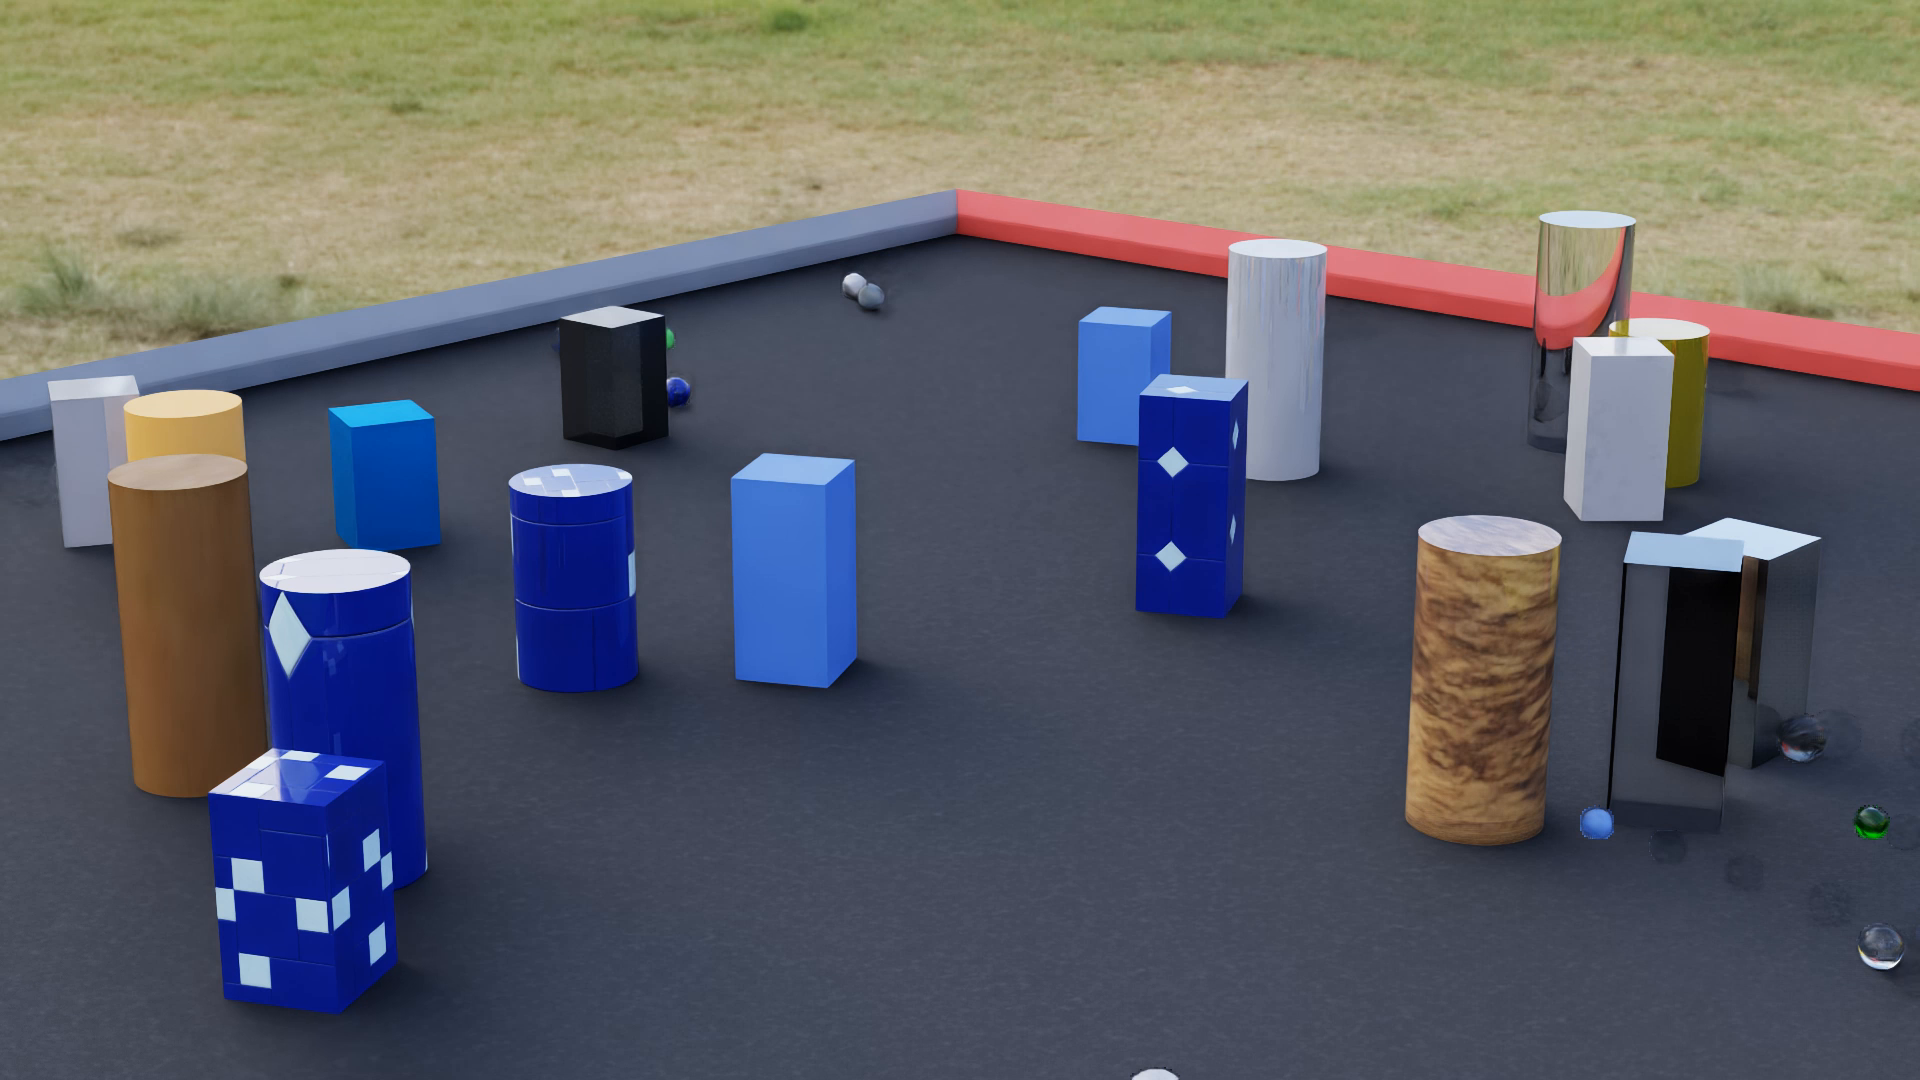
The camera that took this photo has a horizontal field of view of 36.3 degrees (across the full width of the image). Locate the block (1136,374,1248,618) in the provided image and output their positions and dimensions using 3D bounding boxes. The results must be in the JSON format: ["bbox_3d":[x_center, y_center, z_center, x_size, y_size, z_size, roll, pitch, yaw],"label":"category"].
[{"bbox_3d":[0.399,-0.077,5.039,0.155,0.382,0.155,5,17,16],"label":"block"}]

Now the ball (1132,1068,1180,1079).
[{"bbox_3d":[0.217,0.624,3.254,0.073,0.073,0.073,0,17,0],"label":"ball"}]

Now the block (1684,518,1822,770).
[{"bbox_3d":[1.165,0.152,4.382,0.155,0.323,0.155,15,23,41],"label":"block"}]

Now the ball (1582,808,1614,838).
[{"bbox_3d":[0.885,0.394,4.069,0.042,0.042,0.042,0,17,0],"label":"ball"}]

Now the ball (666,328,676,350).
[{"bbox_3d":[-0.699,-0.475,6.934,0.051,0.051,0.051,0,17,0],"label":"ball"}]

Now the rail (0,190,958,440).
[{"bbox_3d":[-1.644,-0.381,6.487,0.045,0.126,5.034,14,22,39],"label":"rail"}]

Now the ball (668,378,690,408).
[{"bbox_3d":[-0.621,-0.322,6.402,0.066,0.066,0.066,0,17,0],"label":"ball"}]

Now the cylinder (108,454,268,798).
[{"bbox_3d":[-1.115,0.122,4.246,0.194,0.459,0.194,0,17,0],"label":"cylinder"}]

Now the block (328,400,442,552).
[{"bbox_3d":[-1.064,-0.118,5.423,0.155,0.240,0.155,-8,19,-25],"label":"block"}]

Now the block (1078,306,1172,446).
[{"bbox_3d":[0.345,-0.344,6.149,0.155,0.254,0.155,6,18,19],"label":"block"}]

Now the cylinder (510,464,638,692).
[{"bbox_3d":[-0.616,0.060,4.690,0.194,0.323,0.194,0,17,0],"label":"cylinder"}]

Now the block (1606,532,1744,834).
[{"bbox_3d":[1.005,0.199,4.122,0.155,0.384,0.155,5,17,16],"label":"block"}]

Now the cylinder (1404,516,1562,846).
[{"bbox_3d":[0.727,0.194,4.082,0.194,0.418,0.194,0,17,0],"label":"cylinder"}]

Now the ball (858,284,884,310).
[{"bbox_3d":[-0.223,-0.608,7.349,0.066,0.066,0.066,0,17,0],"label":"ball"}]

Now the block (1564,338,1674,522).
[{"bbox_3d":[1.255,-0.213,5.595,0.155,0.321,0.155,0,17,-1],"label":"block"}]

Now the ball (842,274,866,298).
[{"bbox_3d":[-0.269,-0.648,7.483,0.065,0.065,0.065,0,17,0],"label":"ball"}]

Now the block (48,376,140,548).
[{"bbox_3d":[-1.600,-0.148,5.453,0.155,0.279,0.155,-6,18,-18],"label":"block"}]

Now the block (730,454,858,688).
[{"bbox_3d":[-0.264,0.047,4.709,0.155,0.335,0.155,5,17,15],"label":"block"}]

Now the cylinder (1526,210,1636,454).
[{"bbox_3d":[1.281,-0.429,6.053,0.194,0.472,0.194,0,17,0],"label":"cylinder"}]

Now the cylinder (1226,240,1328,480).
[{"bbox_3d":[0.629,-0.362,5.866,0.194,0.450,0.194,0,17,0],"label":"cylinder"}]

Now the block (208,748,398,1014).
[{"bbox_3d":[-0.804,0.417,3.598,0.155,0.270,0.155,5,17,16],"label":"block"}]

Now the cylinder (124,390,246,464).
[{"bbox_3d":[-1.316,-0.058,5.017,0.194,0.360,0.194,0,17,0],"label":"cylinder"}]

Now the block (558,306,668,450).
[{"bbox_3d":[-0.723,-0.340,6.125,0.155,0.259,0.155,13,21,37],"label":"block"}]

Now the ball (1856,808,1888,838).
[{"bbox_3d":[1.265,0.393,4.069,0.043,0.043,0.043,0,17,0],"label":"ball"}]

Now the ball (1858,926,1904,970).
[{"bbox_3d":[1.151,0.509,3.663,0.055,0.055,0.055,0,17,0],"label":"ball"}]

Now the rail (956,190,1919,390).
[{"bbox_3d":[1.635,-0.512,6.923,4.401,0.126,0.045,14,22,39],"label":"rail"}]

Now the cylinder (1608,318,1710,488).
[{"bbox_3d":[1.382,-0.274,5.836,0.194,0.300,0.194,0,17,0],"label":"cylinder"}]

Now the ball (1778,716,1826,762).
[{"bbox_3d":[1.249,0.294,4.347,0.069,0.069,0.069,0,17,0],"label":"ball"}]

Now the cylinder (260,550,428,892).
[{"bbox_3d":[-0.819,0.244,3.904,0.194,0.425,0.194,0,17,0],"label":"cylinder"}]
